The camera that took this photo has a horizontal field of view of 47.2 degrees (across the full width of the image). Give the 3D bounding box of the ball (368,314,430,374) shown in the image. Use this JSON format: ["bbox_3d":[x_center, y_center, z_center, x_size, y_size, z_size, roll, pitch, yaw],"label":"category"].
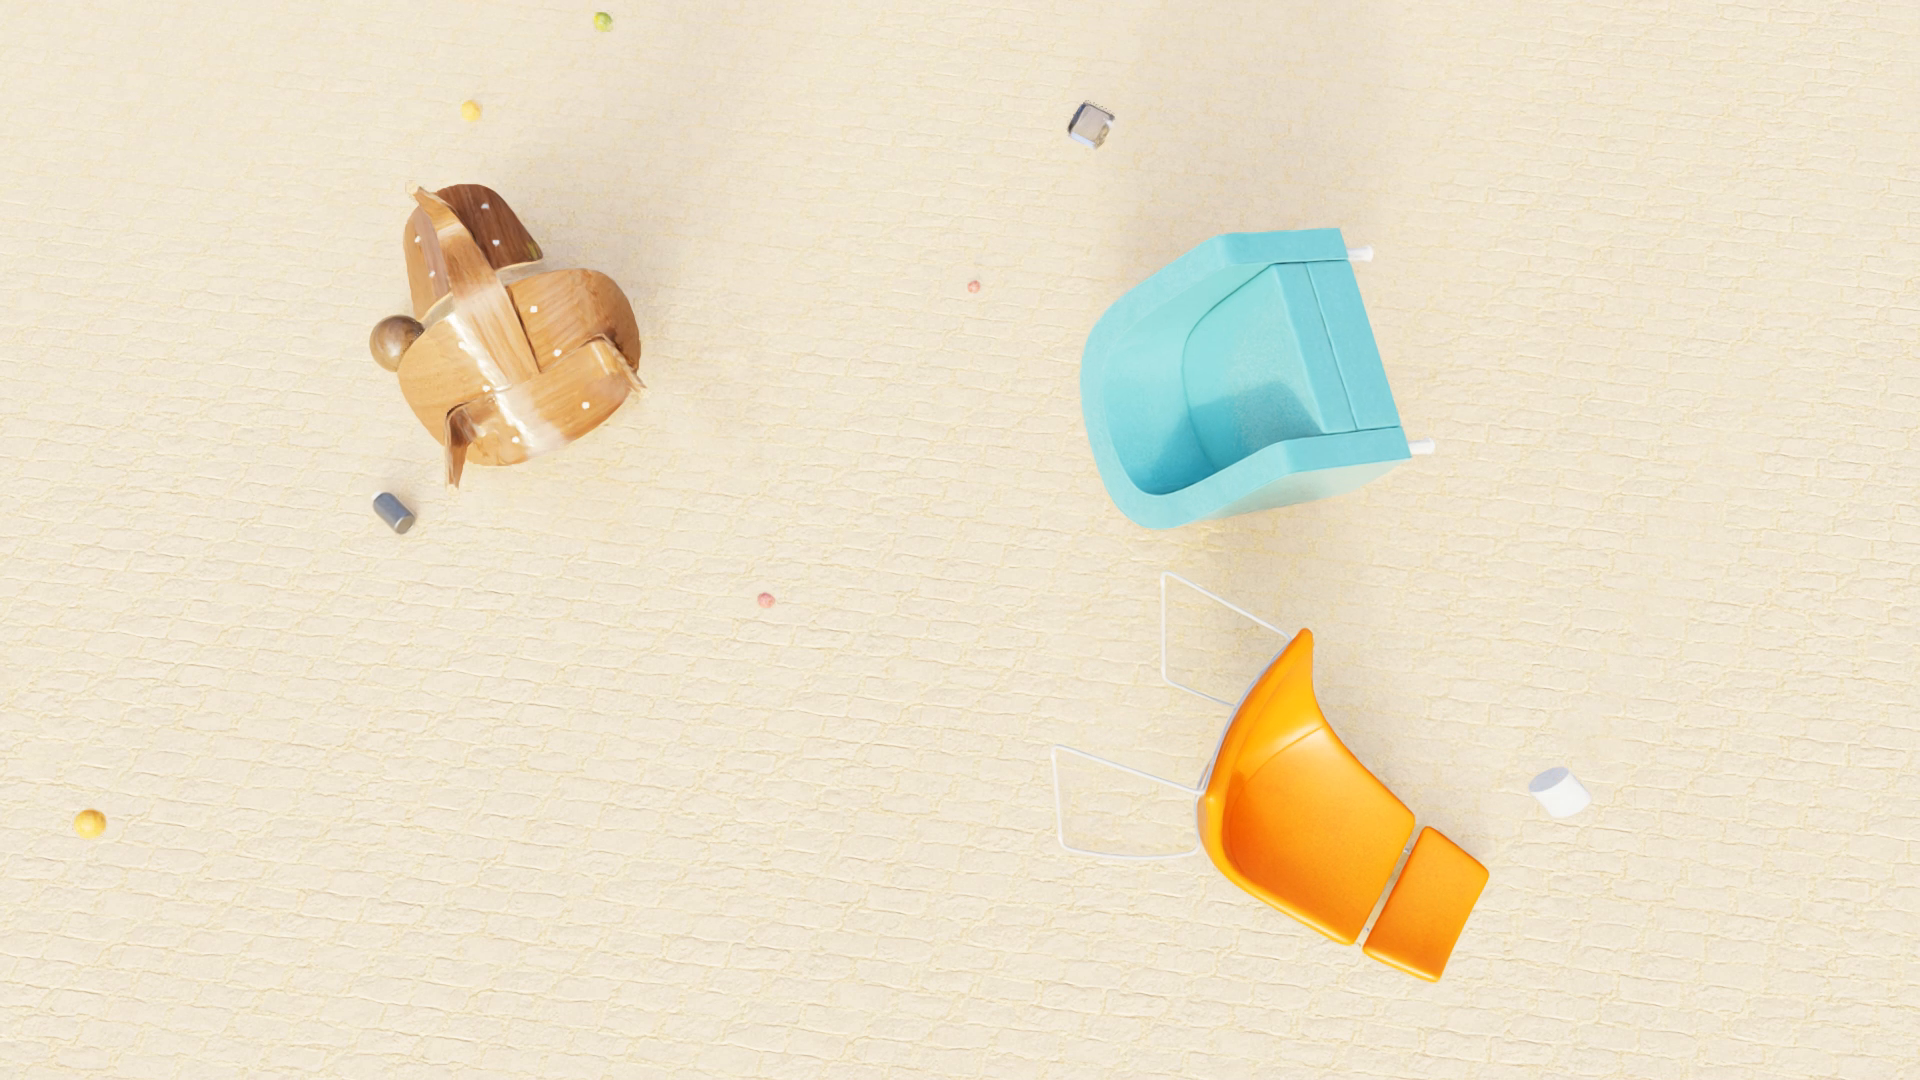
[{"bbox_3d":[-1.752,-0.613,6.874,0.185,0.185,0.185,0,56,0],"label":"ball"}]

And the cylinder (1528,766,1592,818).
[{"bbox_3d":[1.605,0.675,5.880,0.122,0.122,0.067,-30,32,27],"label":"cylinder"}]

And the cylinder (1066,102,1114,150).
[{"bbox_3d":[0.442,-1.405,7.458,0.110,0.089,0.134,29,83,18],"label":"cylinder"}]
